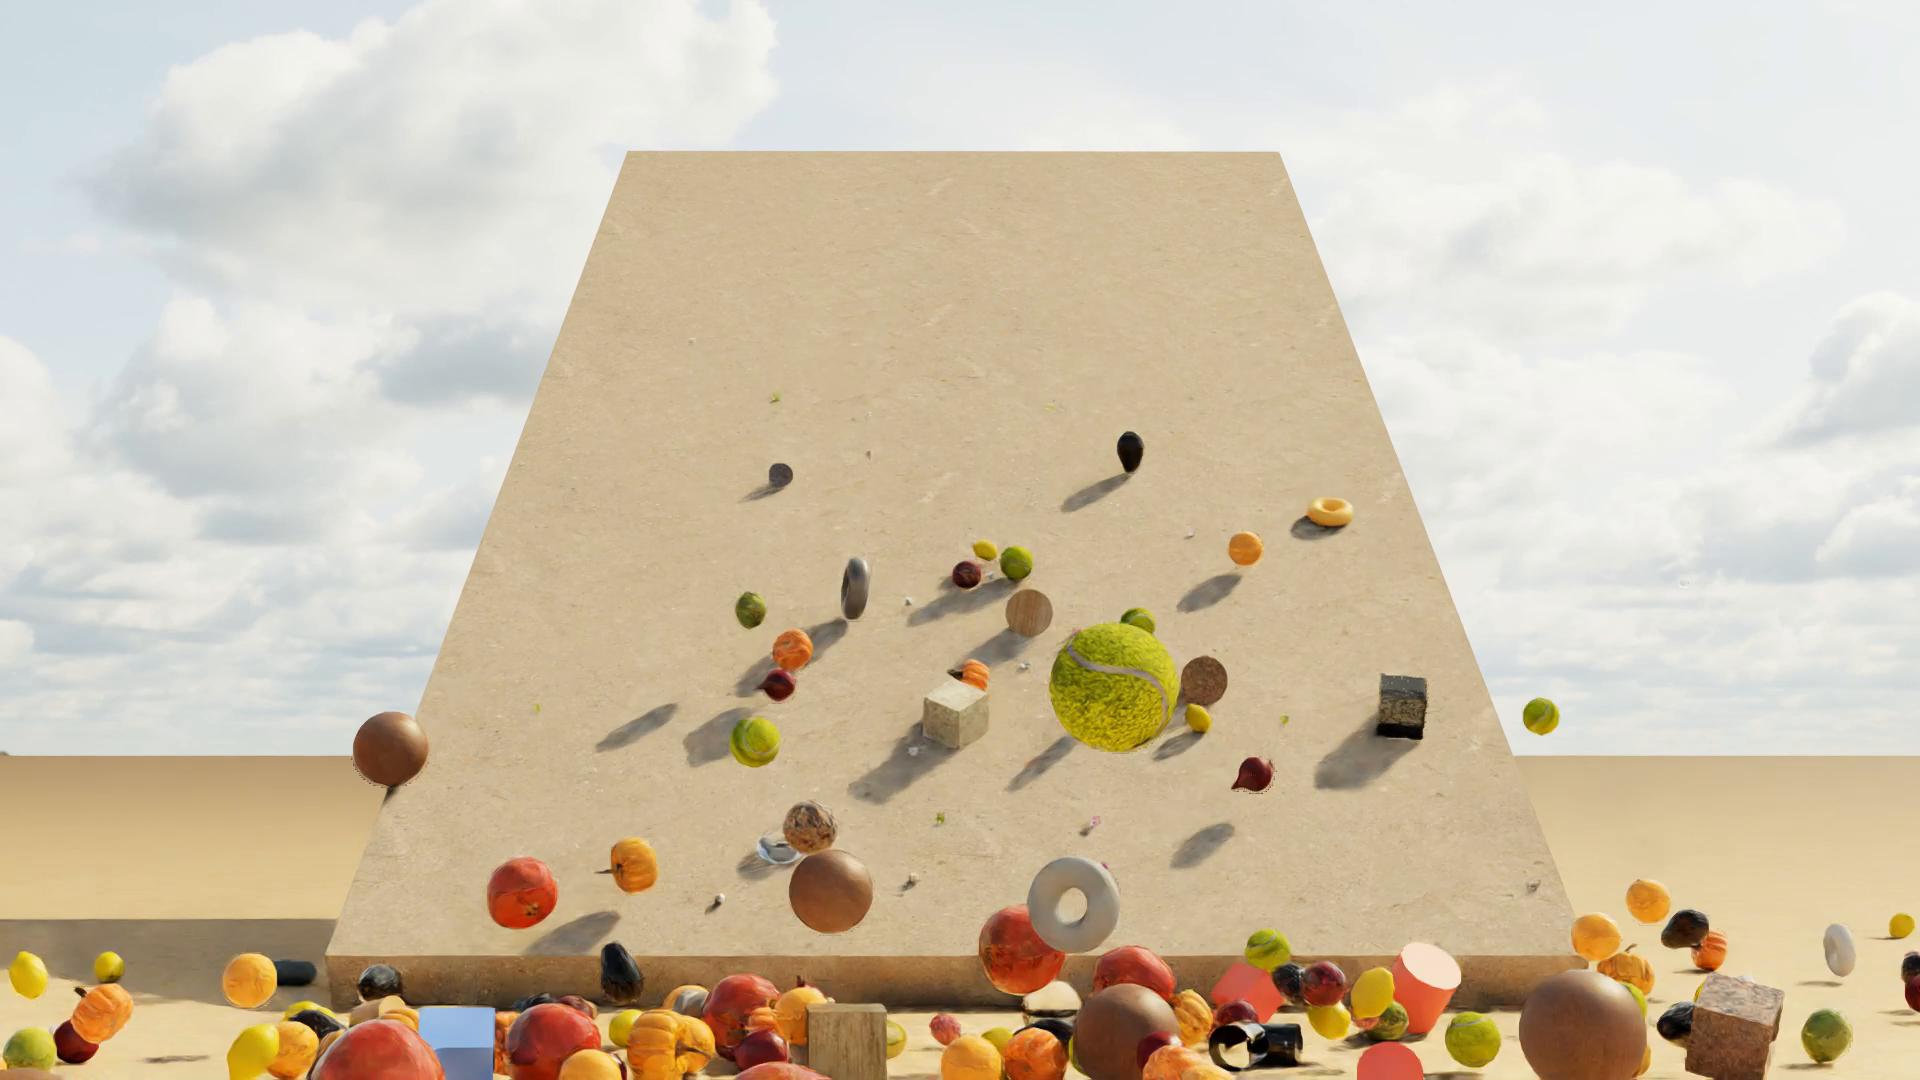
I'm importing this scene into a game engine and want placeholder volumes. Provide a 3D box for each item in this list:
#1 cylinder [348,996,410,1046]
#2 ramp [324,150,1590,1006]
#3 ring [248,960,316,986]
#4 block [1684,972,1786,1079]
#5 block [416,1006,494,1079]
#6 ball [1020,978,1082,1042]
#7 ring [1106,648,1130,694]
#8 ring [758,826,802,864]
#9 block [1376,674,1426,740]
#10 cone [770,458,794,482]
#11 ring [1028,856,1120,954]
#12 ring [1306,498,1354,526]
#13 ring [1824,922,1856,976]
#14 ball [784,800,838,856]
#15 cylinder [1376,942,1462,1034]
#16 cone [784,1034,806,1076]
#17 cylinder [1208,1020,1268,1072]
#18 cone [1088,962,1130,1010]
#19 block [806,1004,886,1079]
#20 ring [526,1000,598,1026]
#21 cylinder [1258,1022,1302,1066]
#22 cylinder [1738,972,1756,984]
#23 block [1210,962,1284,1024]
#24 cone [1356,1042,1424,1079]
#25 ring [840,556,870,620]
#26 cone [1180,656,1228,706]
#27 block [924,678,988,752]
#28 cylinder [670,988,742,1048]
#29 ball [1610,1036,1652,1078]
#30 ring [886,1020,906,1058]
[{"bbox_3d":[-0.771,0.638,3.158,0.055,0.055,0.055,-20,-14,28],"label":"cylinder"},{"bbox_3d":[-0.011,-0.224,5.555,2.000,0.100,4.000,0,28,0],"label":"ramp"},{"bbox_3d":[-1.187,0.759,4.167,0.115,0.038,0.115,1,-6,0],"label":"ring"},{"bbox_3d":[0.938,0.594,2.880,0.091,0.091,0.091,12,23,25],"label":"block"},{"bbox_3d":[-0.578,0.594,2.726,0.084,0.084,0.084,1,21,-10],"label":"block"},{"bbox_3d":[0.123,0.630,3.188,0.083,0.083,0.083,0,-5,0],"label":"ball"},{"bbox_3d":[0.291,0.241,4.380,0.029,0.086,0.086,16,-1,16],"label":"ring"},{"bbox_3d":[-0.300,0.514,4.002,0.083,0.028,0.083,0,31,0],"label":"ring"},{"bbox_3d":[0.807,0.305,4.349,0.082,0.082,0.082,4,28,8],"label":"block"},{"bbox_3d":[-0.400,-0.143,5.263,0.055,0.055,0.055,2,-23,-21],"label":"cone"},{"bbox_3d":[0.135,0.433,2.828,0.116,0.116,0.039,-2,-9,24],"label":"ring"},{"bbox_3d":[0.794,-0.060,5.102,0.101,0.034,0.101,-1,27,0],"label":"ring"},{"bbox_3d":[1.554,0.724,4.205,0.031,0.094,0.094,-5,-5,0],"label":"ring"},{"bbox_3d":[-0.209,0.402,3.326,0.077,0.077,0.077,0,-5,0],"label":"ball"},{"bbox_3d":[0.662,0.648,3.440,0.093,0.093,0.093,15,31,-10],"label":"cylinder"},{"bbox_3d":[-0.182,0.663,3.015,0.058,0.058,0.058,-4,-33,37],"label":"cone"},{"bbox_3d":[0.358,0.649,3.056,0.060,0.060,0.060,-2,-5,26],"label":"cylinder"},{"bbox_3d":[0.235,0.671,3.619,0.067,0.067,0.067,12,-30,7],"label":"cone"},{"bbox_3d":[-0.139,0.620,2.909,0.094,0.094,0.094,0,-5,-5],"label":"block"},{"bbox_3d":[-0.587,0.696,3.502,0.106,0.035,0.106,0,-14,0],"label":"ring"},{"bbox_3d":[0.415,0.657,3.101,0.053,0.053,0.053,-6,-7,20],"label":"cylinder"},{"bbox_3d":[1.057,0.619,3.209,0.051,0.051,0.051,-23,-27,-13],"label":"cylinder"},{"bbox_3d":[0.413,0.657,3.421,0.062,0.062,0.062,3,41,51],"label":"block"},{"bbox_3d":[0.500,0.632,2.767,0.077,0.077,0.077,-1,-29,9],"label":"cone"},{"bbox_3d":[-0.206,0.095,4.684,0.042,0.126,0.126,8,-6,-11],"label":"ring"},{"bbox_3d":[0.445,0.262,4.474,0.092,0.092,0.092,1,0,-12],"label":"cone"},{"bbox_3d":[-0.007,0.317,4.320,0.084,0.084,0.084,21,34,34],"label":"block"},{"bbox_3d":[-0.343,0.648,3.221,0.070,0.070,0.070,6,-2,23],"label":"cylinder"},{"bbox_3d":[0.842,0.648,2.986,0.051,0.051,0.051,0,-5,0],"label":"ball"},{"bbox_3d":[-0.135,0.668,3.187,0.128,0.043,0.128,1,0,0],"label":"ring"}]
